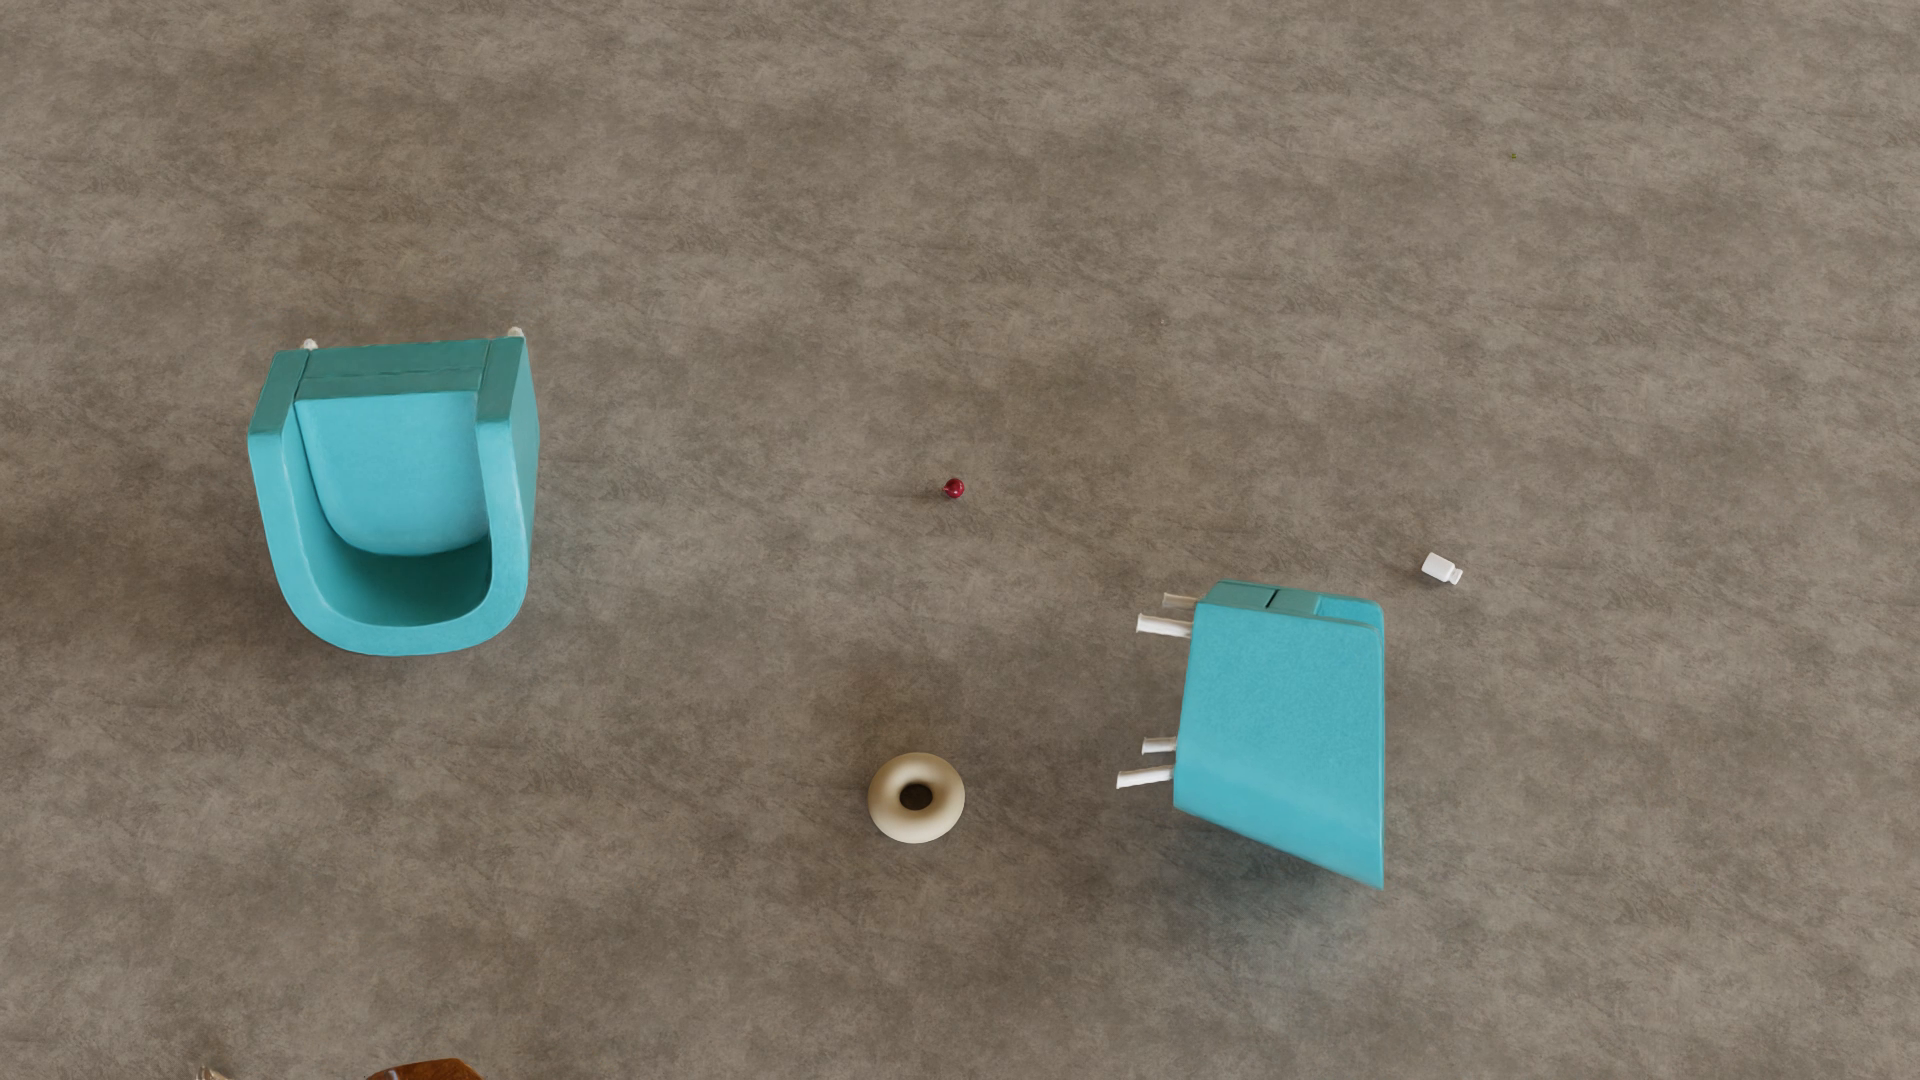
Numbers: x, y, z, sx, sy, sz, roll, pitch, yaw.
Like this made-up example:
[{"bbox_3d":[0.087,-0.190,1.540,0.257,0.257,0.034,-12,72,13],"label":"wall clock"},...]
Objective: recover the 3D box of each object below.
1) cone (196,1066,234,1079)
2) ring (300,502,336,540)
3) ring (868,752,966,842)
[{"bbox_3d":[-1.879,1.393,5.611,0.085,0.111,0.127,-8,72,-47],"label":"cone"},{"bbox_3d":[-1.918,-0.058,6.564,0.074,0.083,0.121,23,72,9],"label":"ring"},{"bbox_3d":[-0.121,0.707,6.045,0.272,0.092,0.264,-31,62,-18],"label":"ring"}]
